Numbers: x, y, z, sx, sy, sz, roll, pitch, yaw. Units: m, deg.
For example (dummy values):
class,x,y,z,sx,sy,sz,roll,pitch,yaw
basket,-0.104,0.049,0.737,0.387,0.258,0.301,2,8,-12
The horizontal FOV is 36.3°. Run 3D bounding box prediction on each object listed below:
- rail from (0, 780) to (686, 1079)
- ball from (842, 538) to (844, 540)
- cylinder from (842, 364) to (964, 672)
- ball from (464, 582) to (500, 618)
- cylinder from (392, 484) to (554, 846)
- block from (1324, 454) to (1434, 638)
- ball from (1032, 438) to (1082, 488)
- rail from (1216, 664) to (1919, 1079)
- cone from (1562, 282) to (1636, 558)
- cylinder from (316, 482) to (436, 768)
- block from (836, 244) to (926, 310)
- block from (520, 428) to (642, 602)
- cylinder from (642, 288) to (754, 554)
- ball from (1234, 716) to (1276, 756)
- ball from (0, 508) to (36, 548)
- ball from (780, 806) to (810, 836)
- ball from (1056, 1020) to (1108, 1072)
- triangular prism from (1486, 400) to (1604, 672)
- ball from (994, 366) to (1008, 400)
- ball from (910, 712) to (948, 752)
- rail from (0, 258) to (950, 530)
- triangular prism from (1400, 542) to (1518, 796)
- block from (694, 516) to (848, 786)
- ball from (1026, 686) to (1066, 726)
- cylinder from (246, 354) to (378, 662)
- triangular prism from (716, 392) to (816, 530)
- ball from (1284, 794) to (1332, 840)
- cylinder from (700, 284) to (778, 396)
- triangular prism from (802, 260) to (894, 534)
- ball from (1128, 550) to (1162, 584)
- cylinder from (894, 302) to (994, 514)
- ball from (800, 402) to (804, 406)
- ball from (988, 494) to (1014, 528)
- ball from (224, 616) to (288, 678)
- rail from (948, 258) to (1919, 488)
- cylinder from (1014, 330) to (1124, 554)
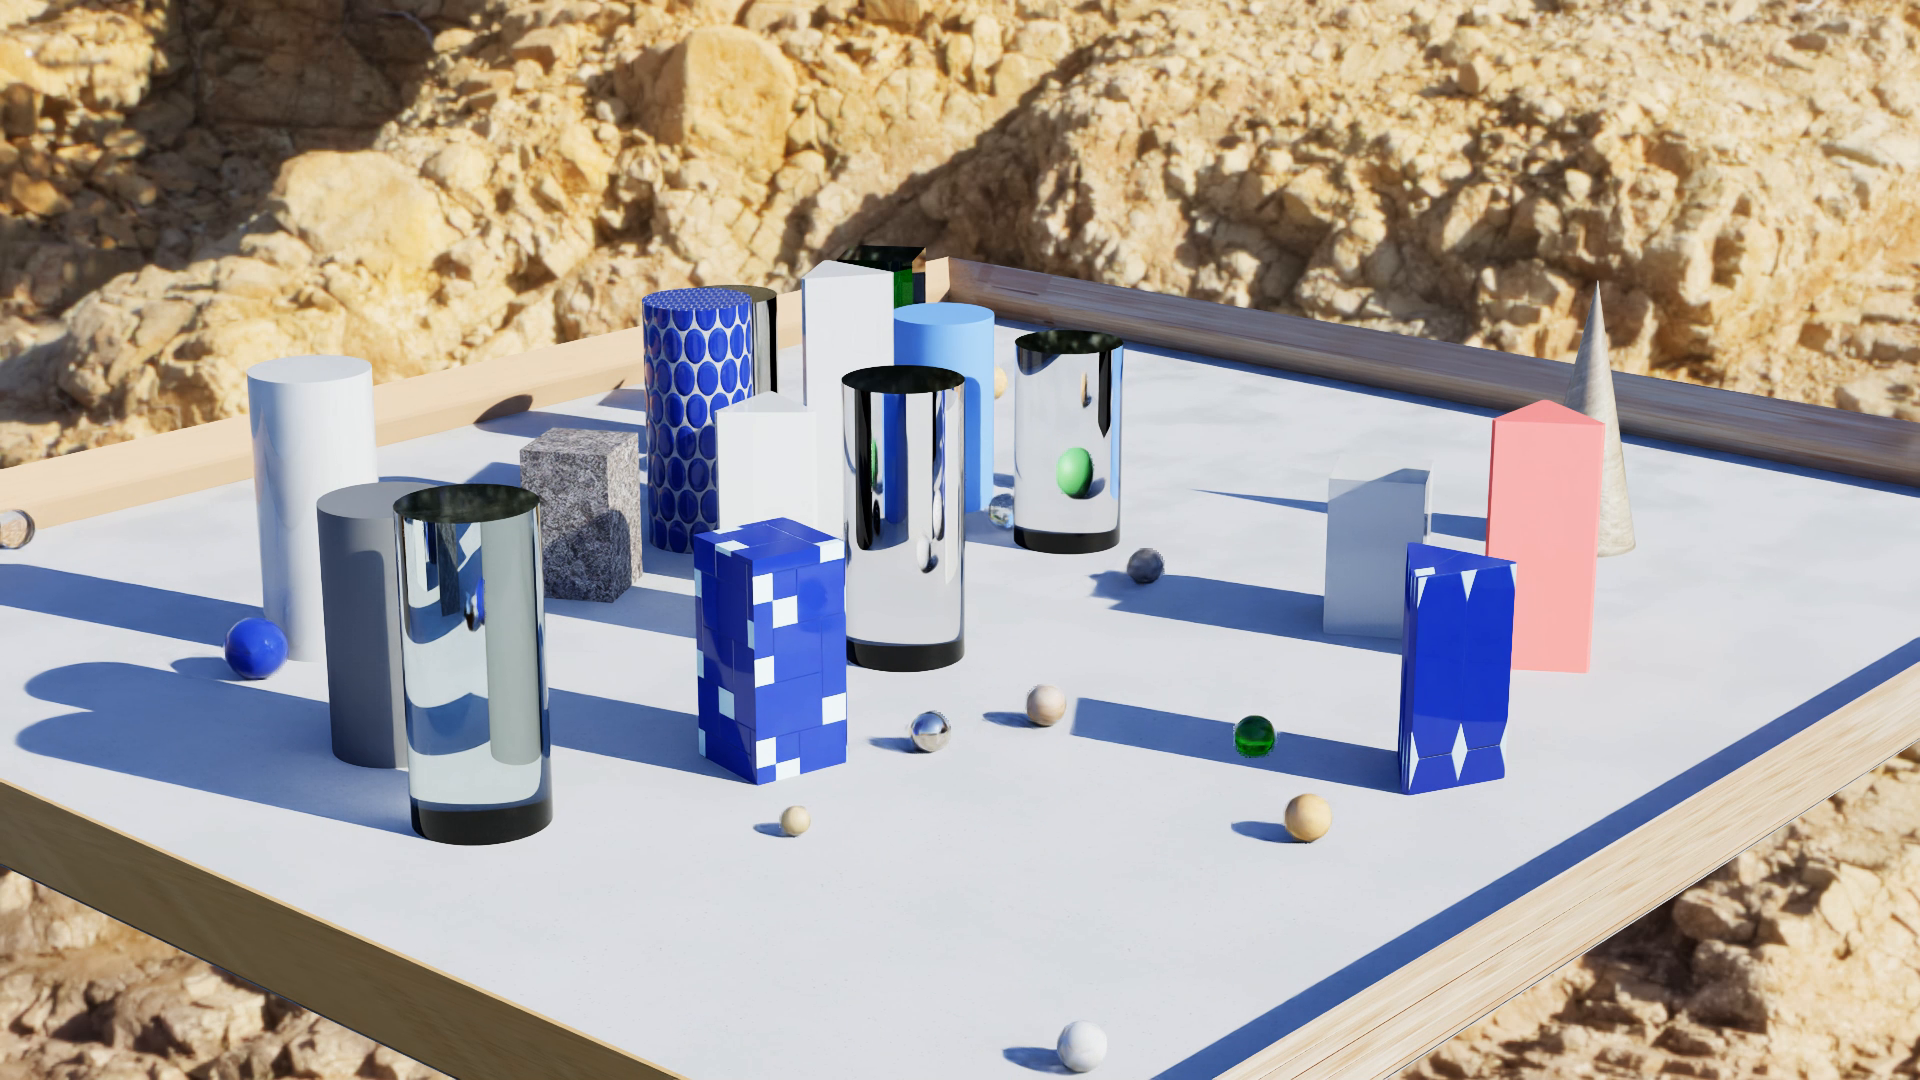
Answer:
class,x,y,z,sx,sy,sz,roll,pitch,yaw
rail,-1.141,0.411,3.861,3.144,0.129,0.045,14,22,39
ball,-0.183,0.010,5.310,0.065,0.065,0.065,0,17,0
cylinder,-0.091,-0.036,4.772,0.199,0.463,0.199,0,17,0
ball,-0.816,0.101,5.011,0.062,0.062,0.062,0,17,0
cylinder,-0.675,0.172,4.080,0.199,0.464,0.199,0,17,0
block,0.707,0.010,4.954,0.159,0.270,0.159,4,17,13
ball,0.192,-0.151,5.786,0.099,0.099,0.099,0,17,0
rail,1.169,0.325,4.148,0.045,0.129,3.528,14,22,39
cone,1.153,-0.234,5.371,0.199,0.497,0.199,0,17,0
cylinder,-0.847,0.125,4.373,0.199,0.385,0.199,0,17,0
block,-0.164,-0.416,6.175,0.159,0.381,0.159,3,17,9
block,-0.663,-0.045,5.146,0.159,0.265,0.159,4,17,13
cylinder,-0.479,-0.221,5.399,0.199,0.455,0.199,0,17,0
ball,0.440,0.292,4.378,0.061,0.061,0.061,0,17,0
ball,-1.740,-0.021,5.400,0.073,0.073,0.073,0,17,0
ball,-0.229,0.391,4.086,0.042,0.042,0.042,0,17,0
ball,0.142,0.587,3.403,0.059,0.059,0.059,0,17,0
triangular prism,0.943,-0.009,4.767,0.173,0.414,0.149,3,17,9
ball,0.068,-0.348,6.475,0.078,0.078,0.078,0,17,0
ball,-0.046,0.288,4.398,0.059,0.059,0.059,0,17,0
rail,-1.169,-0.260,6.092,0.045,0.129,3.528,14,22,39
triangular prism,0.690,0.181,4.284,0.173,0.329,0.149,-7,18,-23
block,-0.279,0.161,4.325,0.159,0.343,0.159,-12,21,-35
ball,0.132,0.254,4.502,0.063,0.063,0.063,0,17,0
cylinder,-1.055,-0.053,4.820,0.199,0.469,0.199,0,17,0
triangular prism,-0.340,-0.094,5.219,0.173,0.315,0.149,0,17,0
ball,0.483,0.384,4.065,0.066,0.066,0.066,0,17,0
cylinder,-0.471,-0.341,6.014,0.199,0.331,0.199,0,17,0
triangular prism,-0.228,-0.269,5.500,0.173,0.490,0.149,-5,18,-17
ball,0.327,0.047,5.190,0.062,0.062,0.062,0,17,0
cylinder,-0.034,-0.255,5.658,0.199,0.371,0.199,0,17,0
ball,-0.319,-0.257,6.182,0.073,0.073,0.073,0,17,0
ball,0.085,-0.055,5.527,0.065,0.065,0.065,0,17,0
ball,-1.132,0.173,4.709,0.100,0.100,0.100,0,17,0
rail,1.141,-0.347,6.378,3.144,0.129,0.045,14,22,39
cylinder,0.199,-0.182,5.407,0.199,0.376,0.199,0,17,0
